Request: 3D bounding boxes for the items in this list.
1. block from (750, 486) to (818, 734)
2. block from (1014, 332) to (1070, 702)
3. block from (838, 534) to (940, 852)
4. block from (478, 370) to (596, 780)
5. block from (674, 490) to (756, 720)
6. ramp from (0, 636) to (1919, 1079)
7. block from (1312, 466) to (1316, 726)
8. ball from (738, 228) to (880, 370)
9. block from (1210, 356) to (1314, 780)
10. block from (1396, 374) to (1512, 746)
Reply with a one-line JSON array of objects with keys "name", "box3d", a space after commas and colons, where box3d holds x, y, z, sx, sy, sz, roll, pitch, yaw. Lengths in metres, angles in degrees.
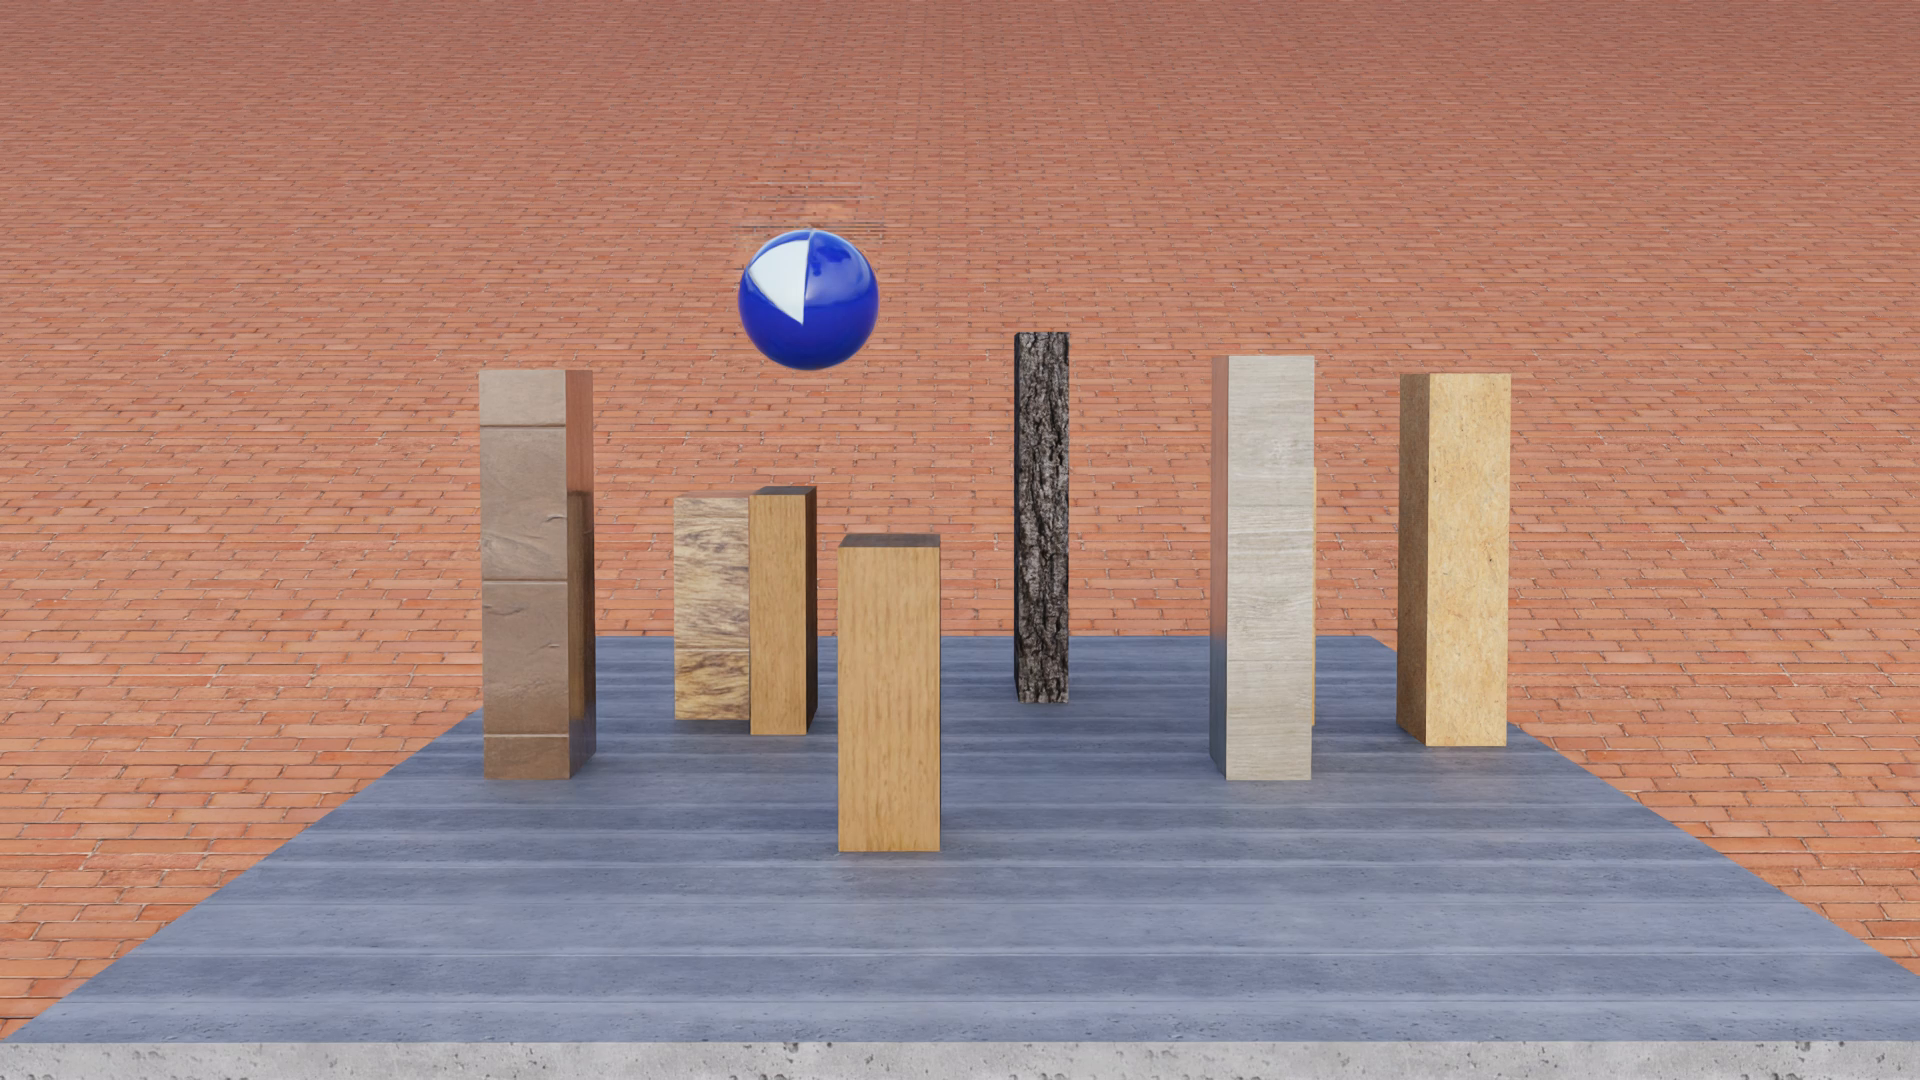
[{"name": "block", "box3d": [-0.334, 0.125, 4.902, 0.102, 0.441, 0.395, 0, 4, 0]}, {"name": "block", "box3d": [0.168, -0.058, 5.379, 0.100, 0.746, 0.442, 0, 4, 0]}, {"name": "block", "box3d": [-0.099, 0.211, 3.696, 0.140, 0.422, 0.305, 0, 4, 0]}, {"name": "block", "box3d": [-0.709, 0.048, 4.331, 0.140, 0.668, 0.316, 0, 4, 0]}, {"name": "block", "box3d": [-0.476, 0.121, 5.095, 0.143, 0.426, 0.358, 0, 4, 0]}, {"name": "ramp", "box3d": [0.046, 0.419, 4.534, 2.000, 0.100, 4.000, 0, 4, 0]}, {"name": "block", "box3d": [0.595, 0.095, 5.002, 0.145, 0.487, 0.357, 0, 4, 0]}, {"name": "ball", "box3d": [-0.157, -0.249, 2.662, 0.147, 0.147, 0.147, 0, 20, 0]}, {"name": "block", "box3d": [0.503, 0.038, 4.302, 0.138, 0.690, 0.282, 0, 4, 0]}, {"name": "block", "box3d": [0.900, 0.027, 4.700, 0.143, 0.661, 0.305, 0, 4, 0]}]
